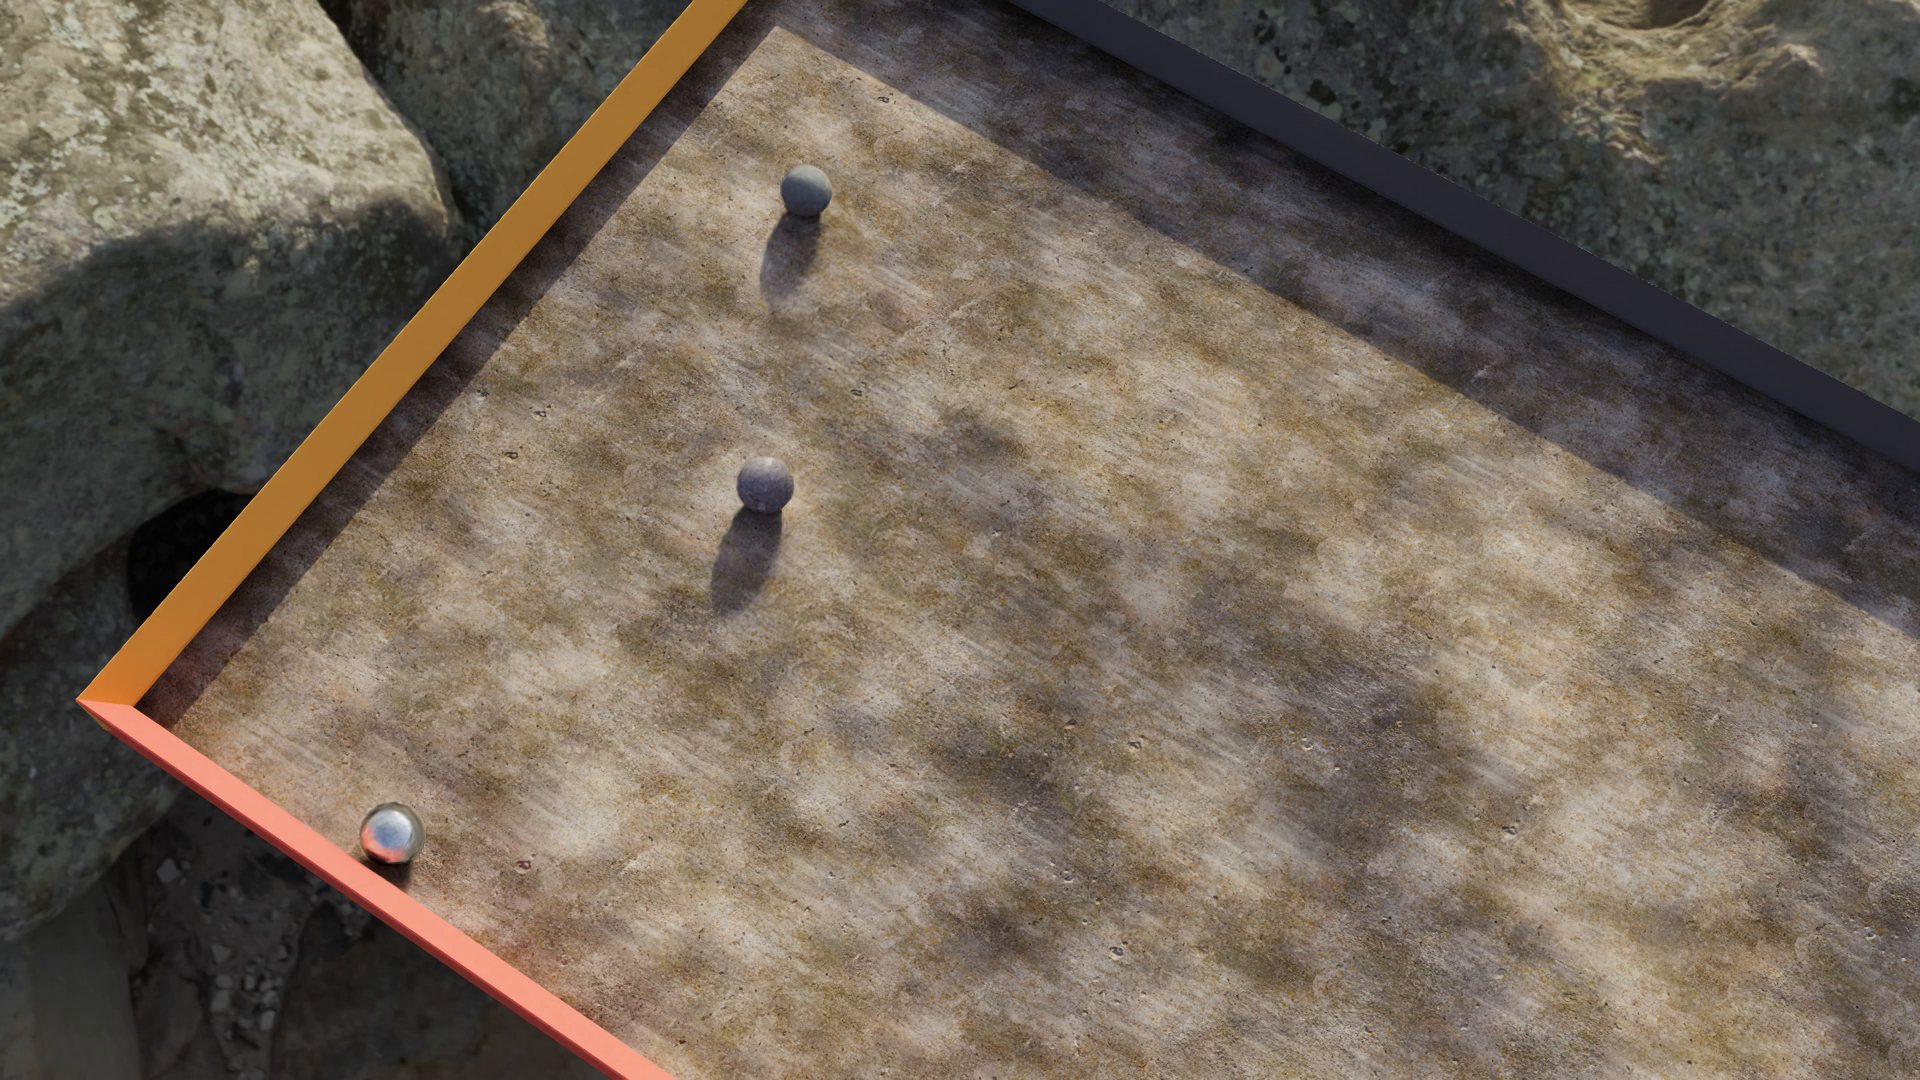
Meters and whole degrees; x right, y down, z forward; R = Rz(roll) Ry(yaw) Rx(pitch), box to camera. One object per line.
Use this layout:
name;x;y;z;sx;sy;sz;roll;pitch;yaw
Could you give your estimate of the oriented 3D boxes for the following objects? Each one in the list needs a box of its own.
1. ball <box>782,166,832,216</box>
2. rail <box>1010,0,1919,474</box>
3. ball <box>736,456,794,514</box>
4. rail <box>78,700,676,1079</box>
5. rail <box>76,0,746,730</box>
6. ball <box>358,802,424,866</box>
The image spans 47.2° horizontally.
ball;-0.269;-0.612;3.856;0.088;0.088;0.088;0;65;0
rail;1.340;-0.269;3.672;3.852;0.126;0.045;31;68;14
ball;-0.319;-0.090;3.606;0.094;0.094;0.094;0;65;0
rail;0.272;1.207;2.975;3.852;0.126;0.045;31;68;14
rail;-0.786;-0.473;3.768;0.045;0.126;1.998;31;68;14
ball;-0.866;0.448;3.350;0.097;0.097;0.097;0;65;0
